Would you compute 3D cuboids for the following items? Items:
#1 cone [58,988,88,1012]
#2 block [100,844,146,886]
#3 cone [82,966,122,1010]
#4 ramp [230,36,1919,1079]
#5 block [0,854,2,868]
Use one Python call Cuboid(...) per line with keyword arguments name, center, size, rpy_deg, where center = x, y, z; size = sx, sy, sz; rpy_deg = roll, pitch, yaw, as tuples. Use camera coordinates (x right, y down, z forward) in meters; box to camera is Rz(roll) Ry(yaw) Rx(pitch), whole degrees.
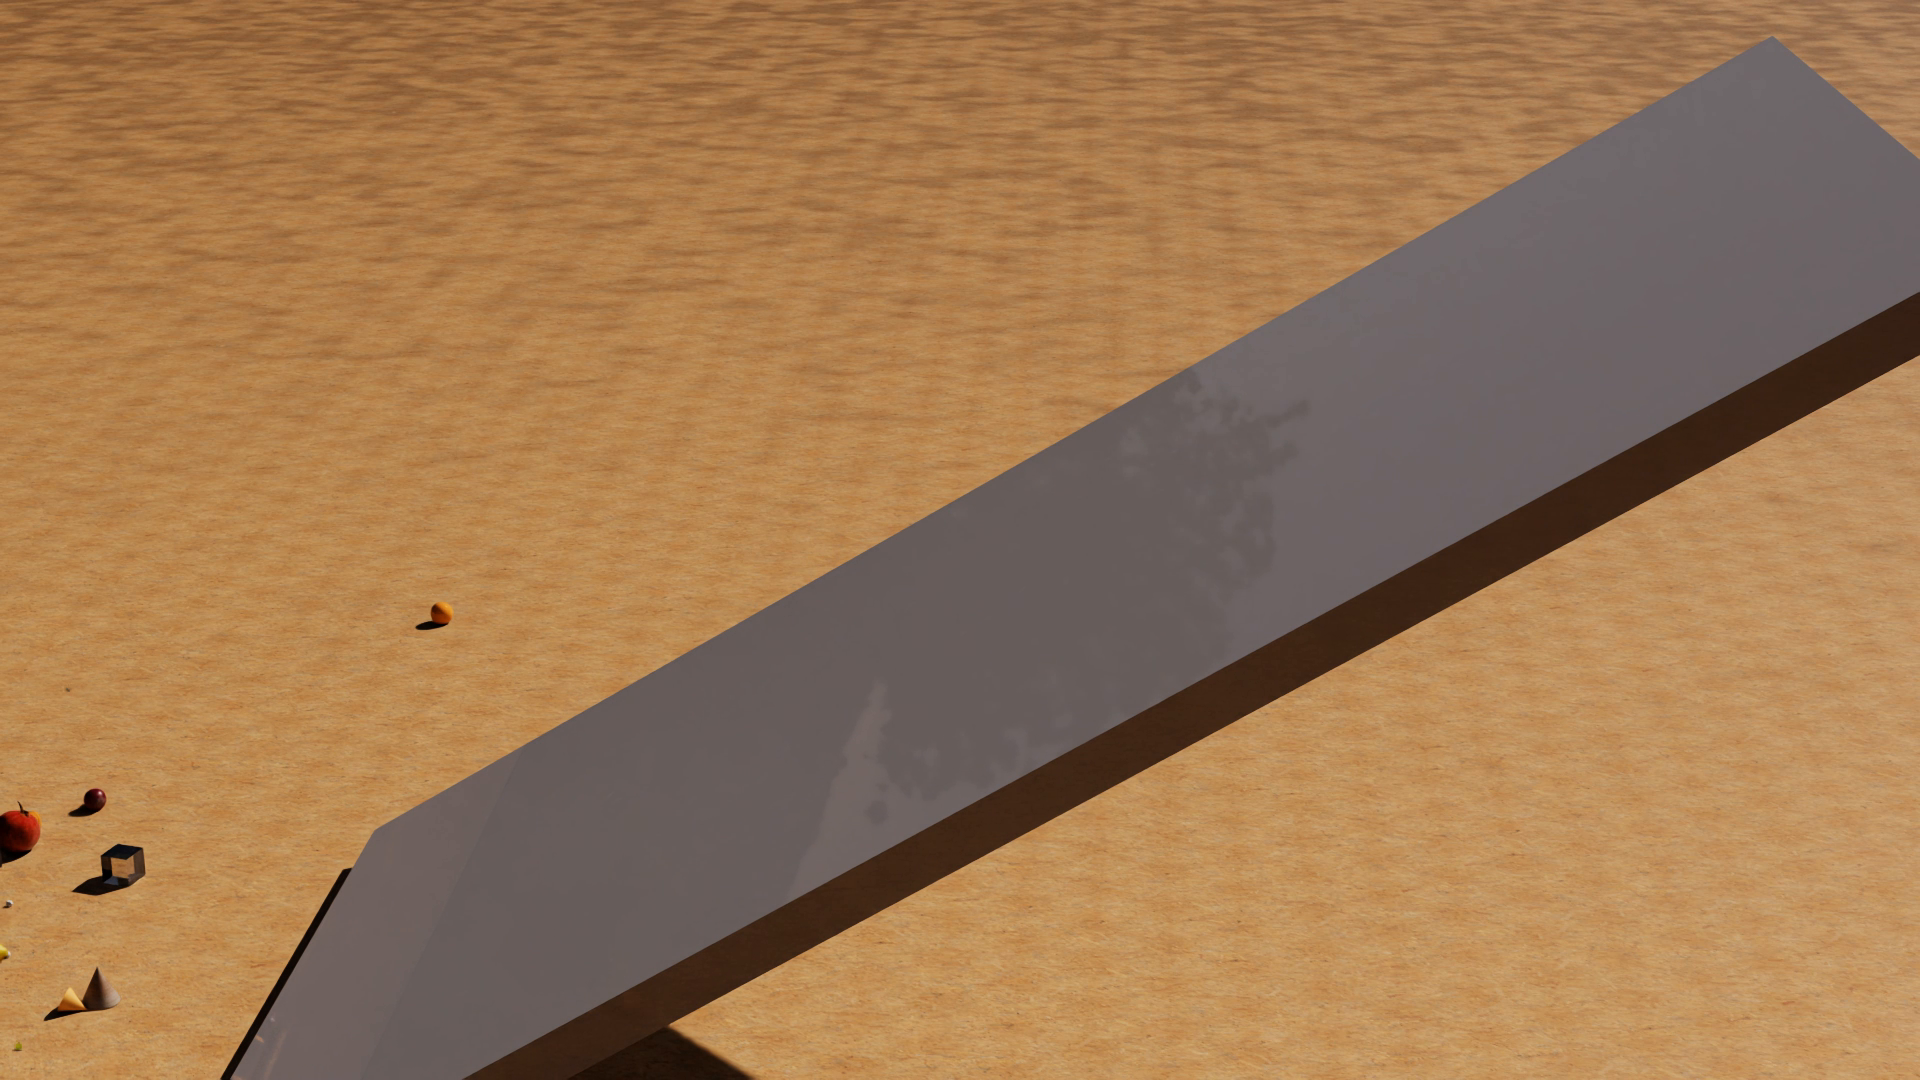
Cuboid(name="cone", center=(-2.078, 1.093, 6.916), size=(0.063, 0.063, 0.063), rpy_deg=(26, 19, -6))
Cuboid(name="block", center=(-2.154, 0.837, 7.570), size=(0.077, 0.077, 0.077), rpy_deg=(6, 20, 18))
Cuboid(name="cone", center=(-2.033, 1.048, 6.945), size=(0.094, 0.094, 0.094), rpy_deg=(0, 19, 0))
Cuboid(name="ramp", center=(0.141, 0.169, 6.289), size=(4.000, 0.100, 2.000), rpy_deg=(-29, 15, 13))
Cuboid(name="block", center=(-2.551, 0.814, 7.610), size=(0.093, 0.093, 0.093), rpy_deg=(9, 21, 23))
